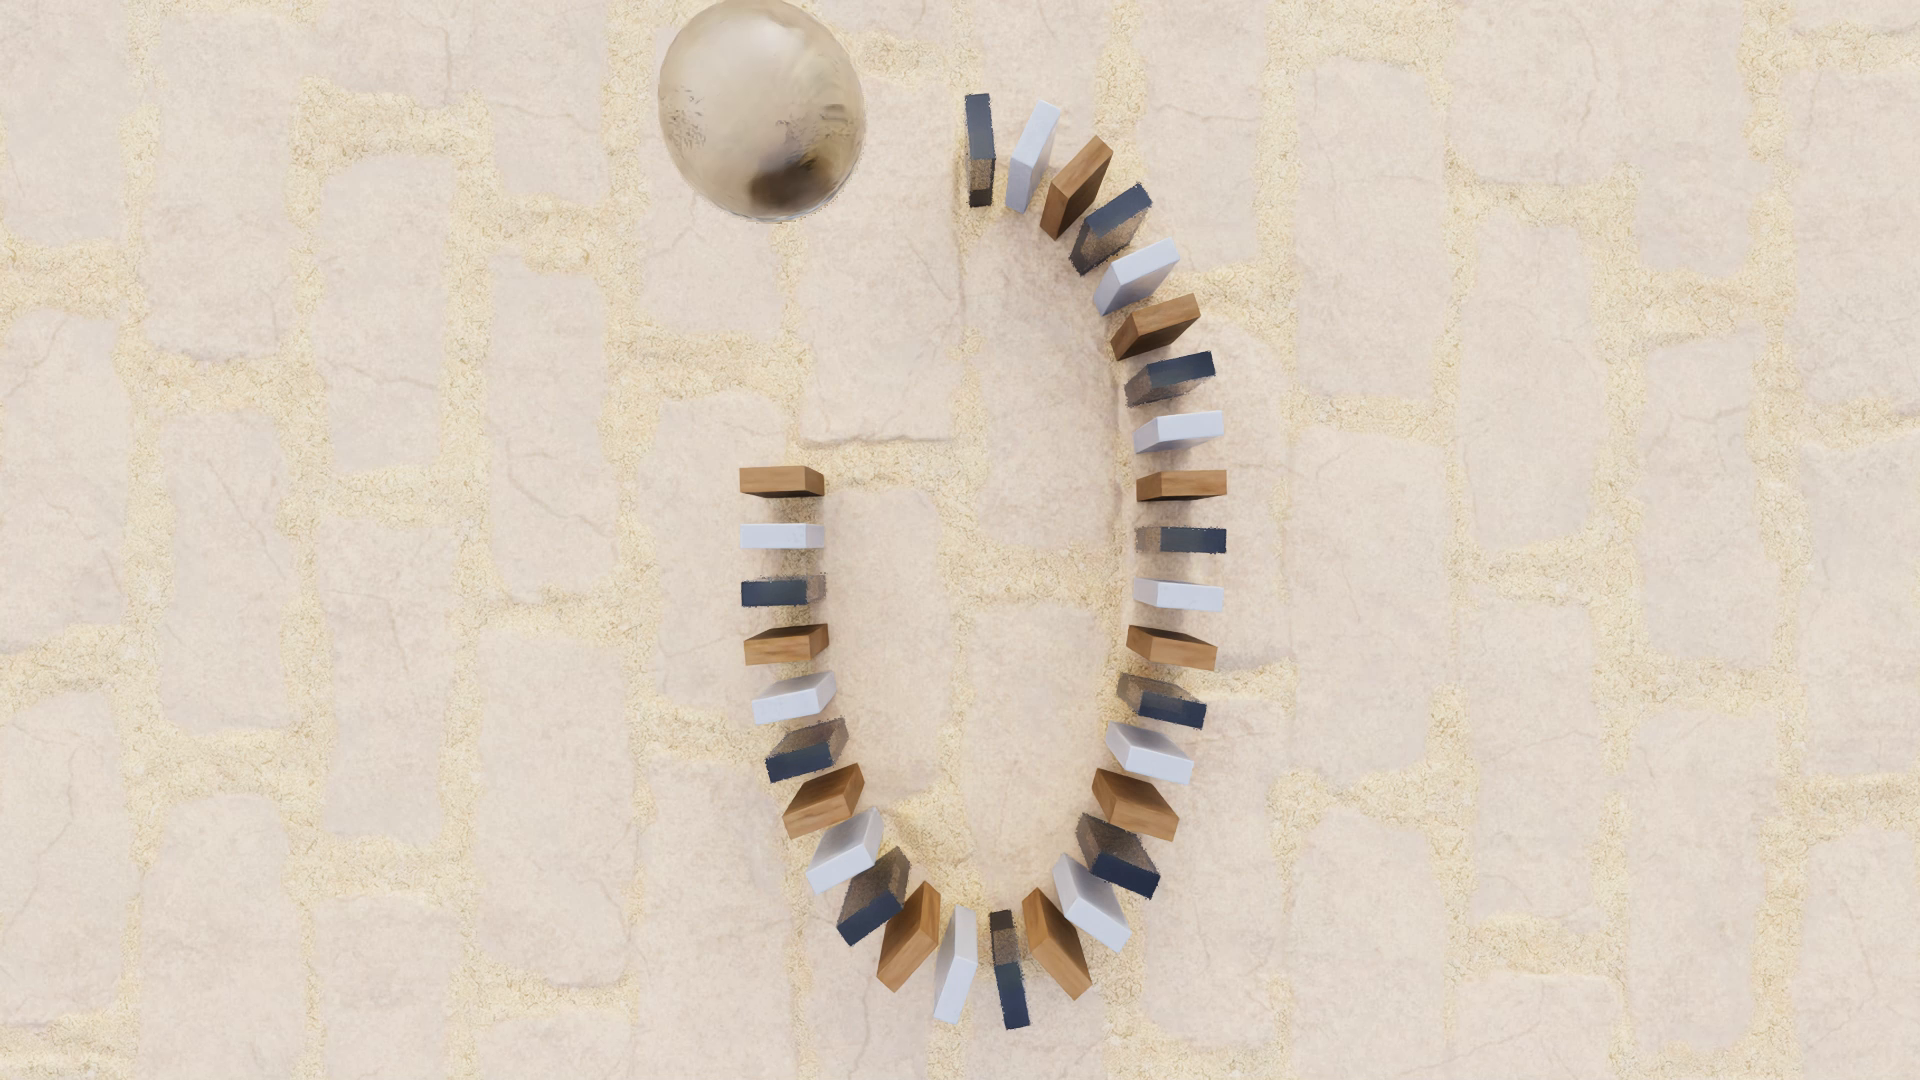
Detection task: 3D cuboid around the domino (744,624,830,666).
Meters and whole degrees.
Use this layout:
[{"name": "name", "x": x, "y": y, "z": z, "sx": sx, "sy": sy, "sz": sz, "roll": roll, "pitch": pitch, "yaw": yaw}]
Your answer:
[{"name": "domino", "x": -0.070, "y": 0.042, "z": 0.375, "sx": 0.025, "sy": 0.050, "sz": 0.010, "roll": -5, "pitch": 90, "yaw": 0}]

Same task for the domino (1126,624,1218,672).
[{"name": "domino", "x": 0.085, "y": 0.044, "z": 0.375, "sx": 0.025, "sy": 0.050, "sz": 0.009, "roll": 9, "pitch": 90, "yaw": 0}]

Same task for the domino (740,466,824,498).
[{"name": "domino", "x": -0.072, "y": -0.023, "z": 0.375, "sx": 0.025, "sy": 0.050, "sz": 0.010, "roll": -2, "pitch": 90, "yaw": 0}]

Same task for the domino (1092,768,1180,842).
[{"name": "domino", "x": 0.071, "y": 0.107, "z": 0.375, "sx": 0.025, "sy": 0.050, "sz": 0.009, "roll": 16, "pitch": 90, "yaw": 0}]

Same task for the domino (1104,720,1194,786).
[{"name": "domino", "x": 0.076, "y": 0.086, "z": 0.375, "sx": 0.025, "sy": 0.050, "sz": 0.009, "roll": 14, "pitch": 90, "yaw": 0}]

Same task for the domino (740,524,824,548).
[{"name": "domino", "x": -0.071, "y": -0.001, "z": 0.375, "sx": 0.025, "sy": 0.050, "sz": 0.010, "roll": 0, "pitch": 90, "yaw": 0}]

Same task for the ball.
[{"name": "ball", "x": -0.077, "y": -0.167, "z": 0.360, "sx": 0.080, "sy": 0.080, "sz": 0.080, "roll": 0, "pitch": 90, "yaw": 0}]

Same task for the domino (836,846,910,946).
[{"name": "domino", "x": -0.035, "y": 0.144, "z": 0.375, "sx": 0.025, "sy": 0.050, "sz": 0.009, "roll": -36, "pitch": 90, "yaw": 0}]

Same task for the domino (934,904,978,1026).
[{"name": "domino", "x": -0.002, "y": 0.172, "z": 0.375, "sx": 0.009, "sy": 0.050, "sz": 0.025, "roll": 20, "pitch": 90, "yaw": 0}]

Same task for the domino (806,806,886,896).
[{"name": "domino", "x": -0.046, "y": 0.126, "z": 0.375, "sx": 0.025, "sy": 0.050, "sz": 0.010, "roll": -27, "pitch": 90, "yaw": 0}]

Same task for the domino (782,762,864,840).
[{"name": "domino", "x": -0.055, "y": 0.106, "z": 0.375, "sx": 0.025, "sy": 0.050, "sz": 0.009, "roll": -21, "pitch": 90, "yaw": 0}]

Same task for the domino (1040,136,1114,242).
[{"name": "domino", "x": 0.047, "y": -0.143, "z": 0.375, "sx": 0.009, "sy": 0.050, "sz": 0.025, "roll": 44, "pitch": 90, "yaw": 0}]

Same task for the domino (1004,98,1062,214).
[{"name": "domino", "x": 0.029, "y": -0.155, "z": 0.375, "sx": 0.009, "sy": 0.050, "sz": 0.025, "roll": 26, "pitch": 90, "yaw": 0}]

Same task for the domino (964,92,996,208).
[{"name": "domino", "x": 0.008, "y": -0.158, "z": 0.375, "sx": 0.009, "sy": 0.050, "sz": 0.025, "roll": -6, "pitch": 90, "yaw": 0}]

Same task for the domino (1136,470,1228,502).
[{"name": "domino", "x": 0.089, "y": -0.022, "z": 0.375, "sx": 0.025, "sy": 0.050, "sz": 0.010, "roll": -1, "pitch": 90, "yaw": 0}]

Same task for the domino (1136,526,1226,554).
[{"name": "domino", "x": 0.089, "y": 0.000, "z": 0.375, "sx": 0.025, "sy": 0.050, "sz": 0.010, "roll": 2, "pitch": 90, "yaw": 0}]

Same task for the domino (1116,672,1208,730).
[{"name": "domino", "x": 0.081, "y": 0.065, "z": 0.375, "sx": 0.025, "sy": 0.050, "sz": 0.009, "roll": 12, "pitch": 90, "yaw": 0}]

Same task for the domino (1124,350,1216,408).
[{"name": "domino", "x": 0.085, "y": -0.065, "z": 0.375, "sx": 0.025, "sy": 0.050, "sz": 0.010, "roll": -13, "pitch": 90, "yaw": 0}]

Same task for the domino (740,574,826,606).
[{"name": "domino", "x": -0.071, "y": 0.020, "z": 0.375, "sx": 0.025, "sy": 0.050, "sz": 0.009, "roll": -2, "pitch": 90, "yaw": 0}]

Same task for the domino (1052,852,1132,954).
[{"name": "domino", "x": 0.053, "y": 0.147, "z": 0.375, "sx": 0.025, "sy": 0.050, "sz": 0.010, "roll": 34, "pitch": 90, "yaw": 0}]

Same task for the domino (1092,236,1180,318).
[{"name": "domino", "x": 0.071, "y": -0.107, "z": 0.375, "sx": 0.025, "sy": 0.050, "sz": 0.009, "roll": -24, "pitch": 90, "yaw": 0}]

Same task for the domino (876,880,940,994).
[{"name": "domino", "x": -0.020, "y": 0.161, "z": 0.375, "sx": 0.009, "sy": 0.050, "sz": 0.025, "roll": 42, "pitch": 90, "yaw": 0}]

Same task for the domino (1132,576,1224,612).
[{"name": "domino", "x": 0.088, "y": 0.022, "z": 0.375, "sx": 0.025, "sy": 0.050, "sz": 0.009, "roll": 5, "pitch": 90, "yaw": 0}]

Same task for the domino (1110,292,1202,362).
[{"name": "domino", "x": 0.079, "y": -0.086, "z": 0.375, "sx": 0.025, "sy": 0.050, "sz": 0.010, "roll": -18, "pitch": 90, "yaw": 0}]

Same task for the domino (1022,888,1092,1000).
[{"name": "domino", "x": 0.039, "y": 0.164, "z": 0.375, "sx": 0.010, "sy": 0.050, "sz": 0.025, "roll": -42, "pitch": 90, "yaw": 0}]

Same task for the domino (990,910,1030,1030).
[{"name": "domino", "x": 0.020, "y": 0.174, "z": 0.375, "sx": 0.010, "sy": 0.050, "sz": 0.025, "roll": -11, "pitch": 90, "yaw": 0}]

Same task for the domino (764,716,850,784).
[{"name": "domino", "x": -0.062, "y": 0.085, "z": 0.375, "sx": 0.025, "sy": 0.050, "sz": 0.009, "roll": -16, "pitch": 90, "yaw": 0}]

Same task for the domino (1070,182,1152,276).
[{"name": "domino", "x": 0.061, "y": -0.126, "z": 0.375, "sx": 0.025, "sy": 0.050, "sz": 0.010, "roll": -34, "pitch": 90, "yaw": 0}]

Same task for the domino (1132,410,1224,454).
[{"name": "domino", "x": 0.088, "y": -0.044, "z": 0.375, "sx": 0.025, "sy": 0.050, "sz": 0.009, "roll": -6, "pitch": 90, "yaw": 0}]

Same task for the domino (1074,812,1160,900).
[{"name": "domino", "x": 0.063, "y": 0.128, "z": 0.375, "sx": 0.025, "sy": 0.050, "sz": 0.010, "roll": 23, "pitch": 90, "yaw": 0}]

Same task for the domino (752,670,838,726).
[{"name": "domino", "x": -0.067, "y": 0.064, "z": 0.375, "sx": 0.025, "sy": 0.050, "sz": 0.010, "roll": -11, "pitch": 90, "yaw": 0}]
